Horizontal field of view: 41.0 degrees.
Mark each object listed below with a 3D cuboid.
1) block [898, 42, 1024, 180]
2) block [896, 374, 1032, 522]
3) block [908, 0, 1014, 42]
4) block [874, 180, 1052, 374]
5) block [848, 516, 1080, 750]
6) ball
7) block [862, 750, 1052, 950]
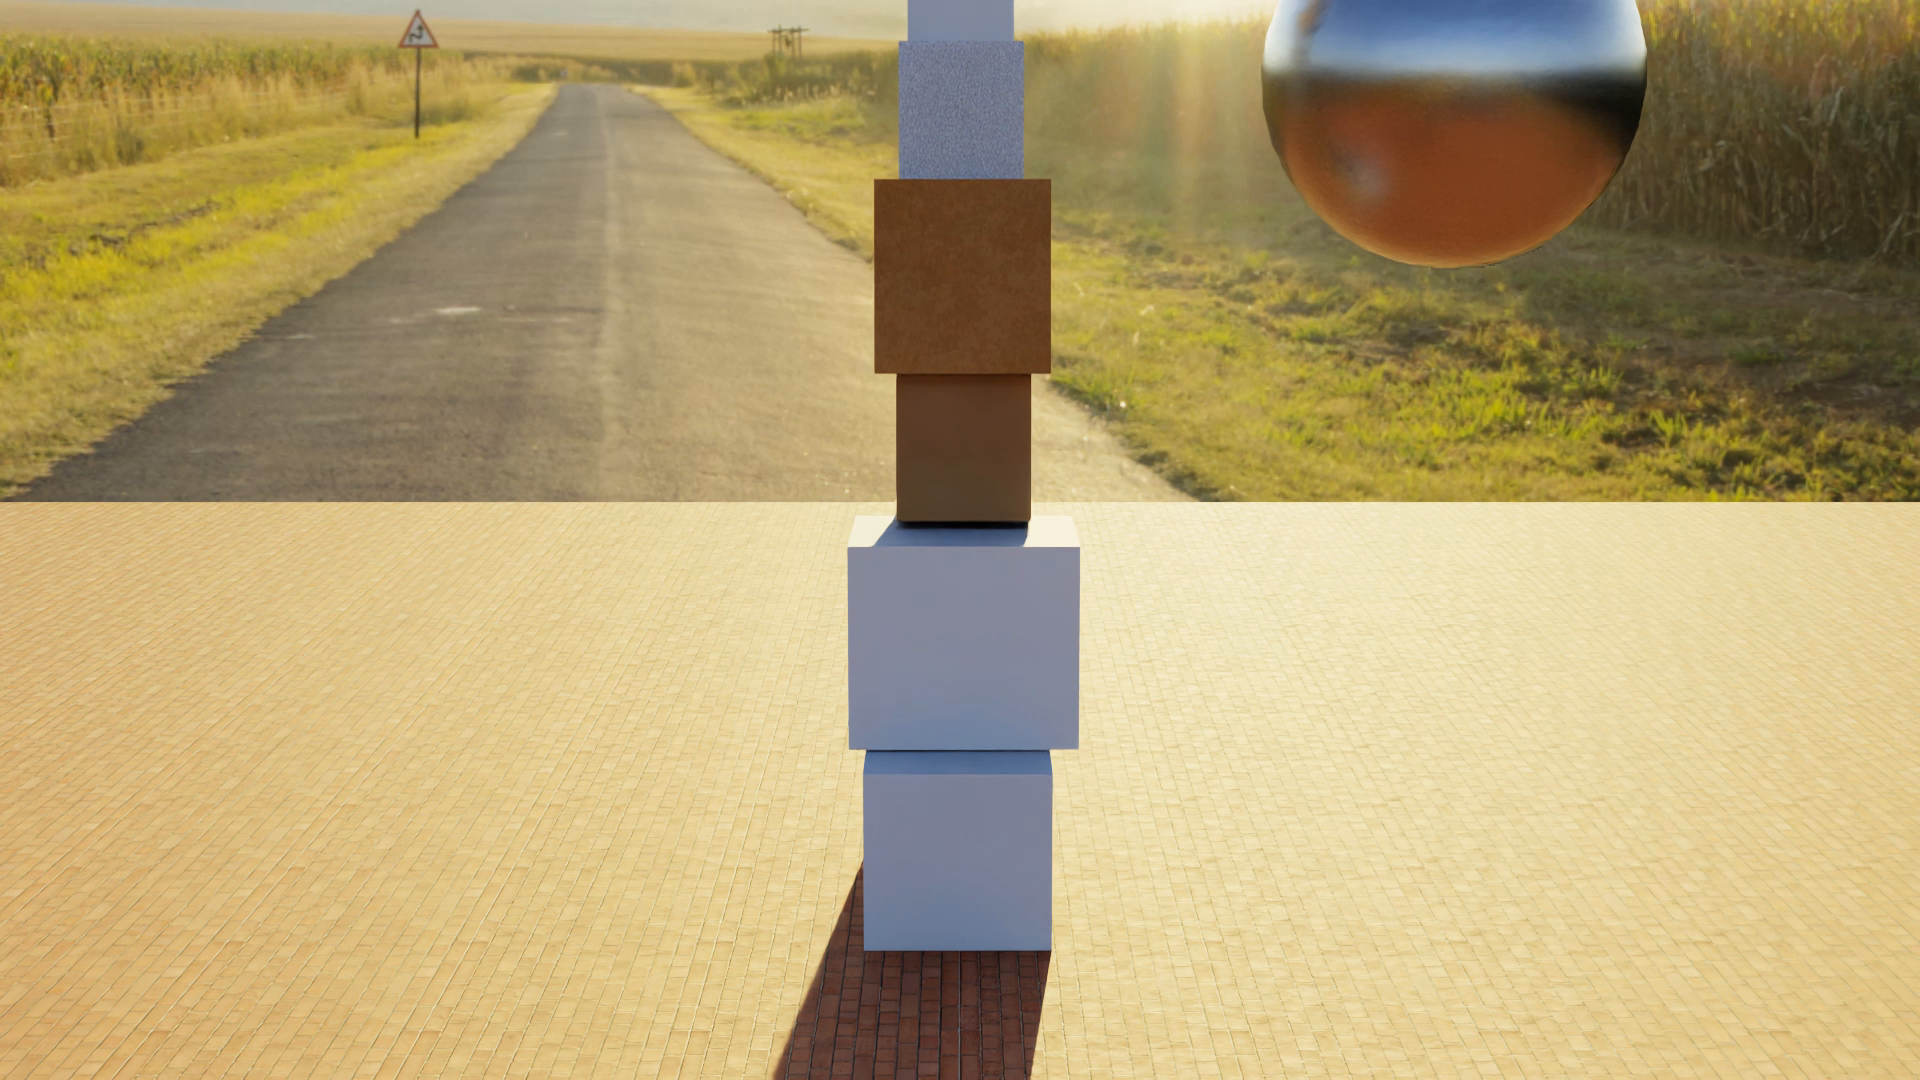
[{"bbox_3d":[0.005,-1.823,11.076,0.525,0.580,0.582,0,4,0],"label":"block"},{"bbox_3d":[0.016,-0.410,11.166,0.575,0.626,0.507,0,4,0],"label":"block"},{"bbox_3d":[0.003,-2.378,11.040,0.448,0.532,0.449,0,4,0],"label":"block"},{"bbox_3d":[0.011,-1.128,11.120,0.742,0.813,0.718,0,4,0],"label":"block"},{"bbox_3d":[0.015,0.380,10.970,0.952,0.850,0.872,0,9,0],"label":"block"},{"bbox_3d":[2.074,-1.950,10.826,1.600,1.600,1.600,0,10,0],"label":"ball"},{"bbox_3d":[-0.009,1.230,10.737,0.763,0.738,0.806,0,10,0],"label":"block"}]
